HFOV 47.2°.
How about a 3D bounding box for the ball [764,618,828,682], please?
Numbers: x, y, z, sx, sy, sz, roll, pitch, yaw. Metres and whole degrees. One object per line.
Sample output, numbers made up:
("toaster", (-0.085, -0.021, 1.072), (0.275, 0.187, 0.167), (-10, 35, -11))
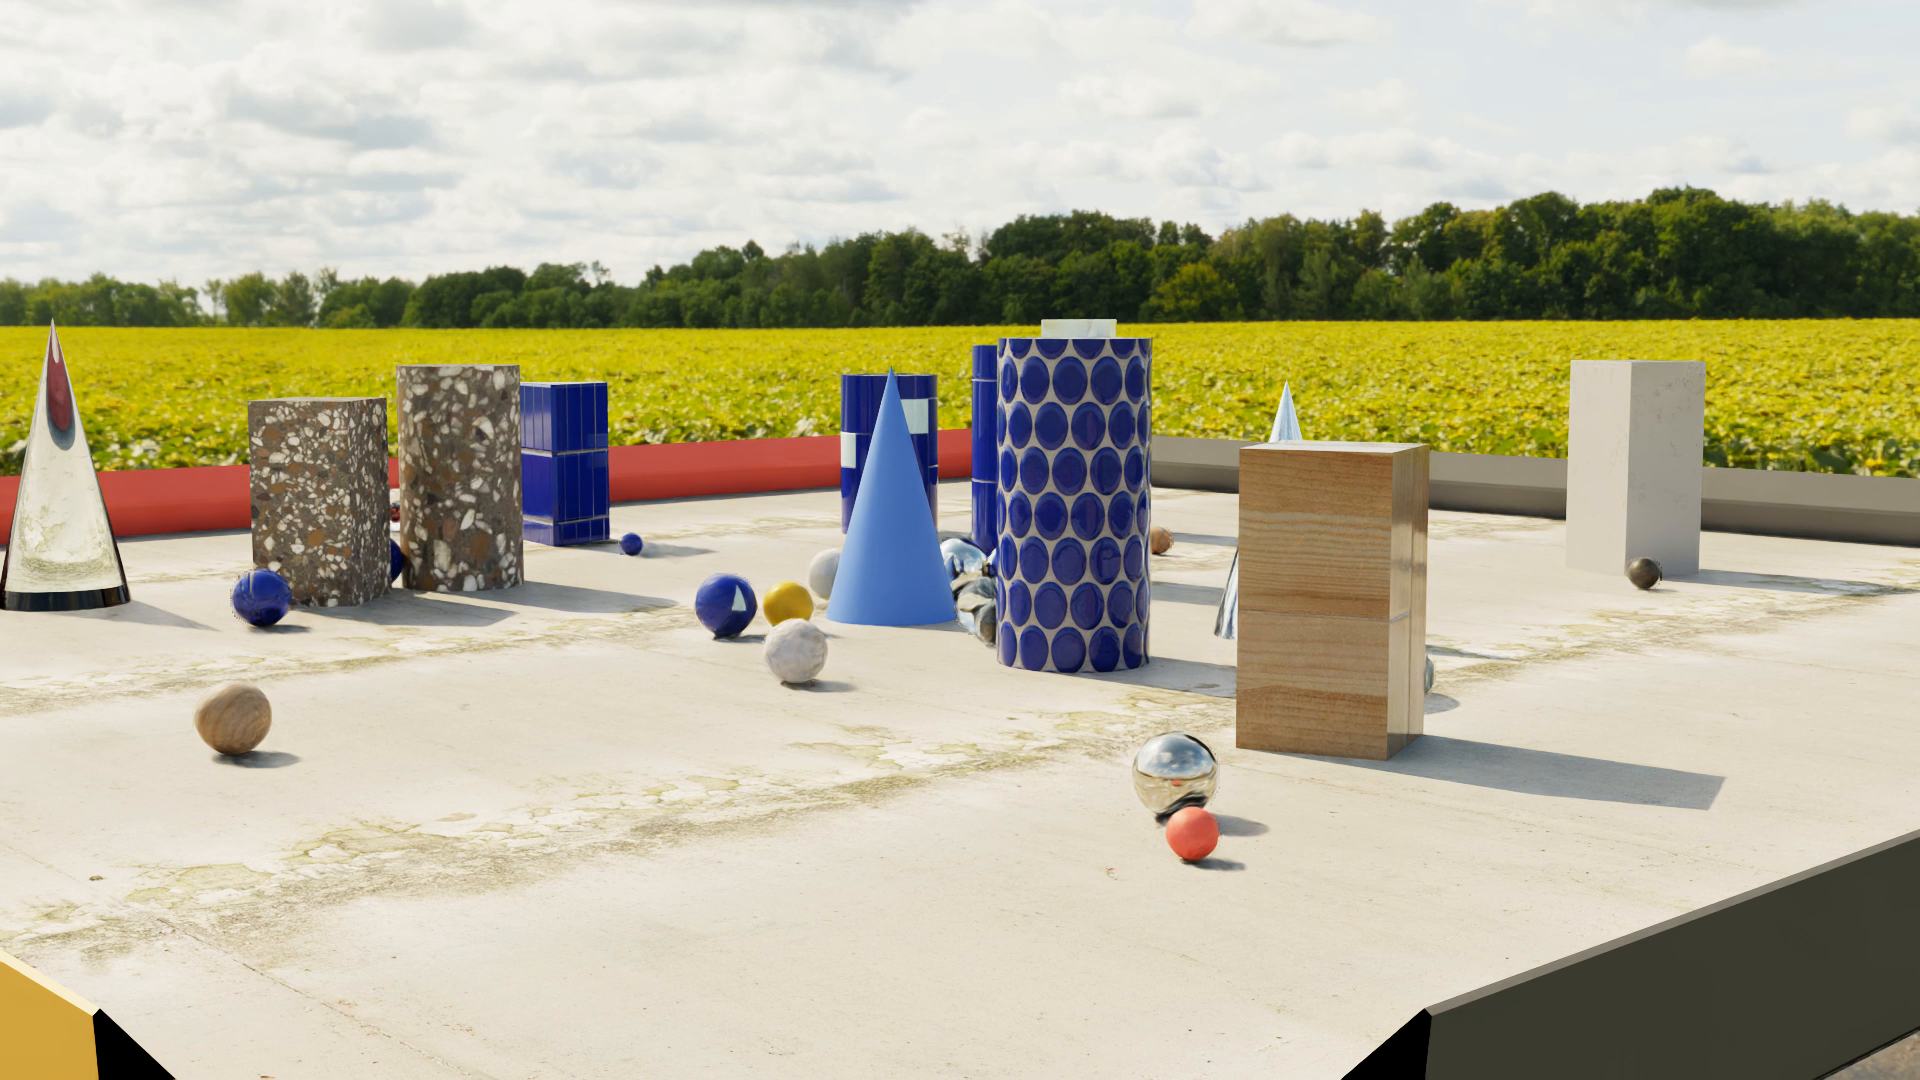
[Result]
("ball", (-0.196, 0.132, 2.632), (0.077, 0.077, 0.077), (0, 6, 0))

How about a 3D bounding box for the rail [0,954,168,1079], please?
("rail", (-1.361, 0.164, 2.083), (0.045, 0.126, 3.728), (-5, 8, -42))

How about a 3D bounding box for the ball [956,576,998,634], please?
("ball", (0.036, 0.090, 3.005), (0.082, 0.082, 0.082), (0, 6, 0))

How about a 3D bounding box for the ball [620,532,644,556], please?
("ball", (-0.595, 0.008, 3.986), (0.042, 0.042, 0.042), (0, 6, 0))

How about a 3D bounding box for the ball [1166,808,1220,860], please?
("ball", (0.189, 0.238, 1.784), (0.043, 0.043, 0.043), (0, 6, 0))

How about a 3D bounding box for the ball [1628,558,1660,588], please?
("ball", (1.094, 0.054, 3.515), (0.049, 0.049, 0.049), (0, 6, 0))

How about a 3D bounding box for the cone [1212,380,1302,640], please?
("cone", (0.445, -0.045, 3.012), (0.195, 0.350, 0.195), (0, 6, 0))

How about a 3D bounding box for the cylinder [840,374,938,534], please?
("cylinder", (-0.141, -0.173, 4.399), (0.195, 0.315, 0.195), (0, 6, 0))

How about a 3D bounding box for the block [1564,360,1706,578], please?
("block", (1.149, -0.126, 3.748), (0.156, 0.358, 0.156), (-3, 6, -23))

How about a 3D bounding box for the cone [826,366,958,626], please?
("cone", (-0.099, -0.070, 3.182), (0.195, 0.365, 0.195), (0, 6, 0))

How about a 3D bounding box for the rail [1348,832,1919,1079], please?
("rail", (1.248, 0.174, 1.987), (3.751, 0.126, 0.045), (-5, 8, -42))

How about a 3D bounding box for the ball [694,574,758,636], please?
("ball", (-0.320, 0.089, 3.004), (0.086, 0.086, 0.086), (0, 6, 0))

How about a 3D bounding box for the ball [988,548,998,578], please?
("ball", (0.080, 0.044, 3.473), (0.077, 0.077, 0.077), (0, 6, 0))

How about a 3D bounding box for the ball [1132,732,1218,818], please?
("ball", (0.188, 0.206, 1.931), (0.076, 0.076, 0.076), (0, 6, 0))

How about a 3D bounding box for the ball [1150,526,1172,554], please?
("ball", (0.359, 0.001, 4.003), (0.052, 0.052, 0.052), (0, 6, 0))

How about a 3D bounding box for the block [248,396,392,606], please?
("block", (-0.981, -0.062, 3.379), (0.156, 0.308, 0.156), (1, 6, 7))

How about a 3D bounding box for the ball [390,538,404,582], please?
("ball", (-0.935, 0.033, 3.508), (0.091, 0.091, 0.091), (0, 6, 0))

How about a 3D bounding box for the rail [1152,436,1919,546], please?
("rail", (1.361, -0.098, 4.581), (0.045, 0.126, 3.728), (-5, 8, -42))

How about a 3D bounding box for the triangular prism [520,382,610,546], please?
("triangular prism", (-0.745, -0.150, 4.234), (0.146, 0.305, 0.169), (-4, 7, -33))

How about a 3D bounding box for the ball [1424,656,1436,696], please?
("ball", (0.511, 0.153, 2.510), (0.061, 0.061, 0.061), (0, 6, 0))

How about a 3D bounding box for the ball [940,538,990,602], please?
("ball", (-0.003, 0.046, 3.360), (0.097, 0.097, 0.097), (0, 6, 0))

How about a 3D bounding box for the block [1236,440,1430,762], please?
("block", (0.384, 0.056, 2.262), (0.156, 0.306, 0.156), (3, 7, 25))

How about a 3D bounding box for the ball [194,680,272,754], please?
("ball", (-0.729, 0.178, 2.208), (0.074, 0.074, 0.074), (0, 6, 0))

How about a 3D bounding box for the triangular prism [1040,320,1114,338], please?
("triangular prism", (0.273, -0.232, 4.437), (0.169, 0.424, 0.146), (4, 7, 35))

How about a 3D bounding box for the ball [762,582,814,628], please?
("ball", (-0.238, 0.092, 3.041), (0.071, 0.071, 0.071), (0, 6, 0))

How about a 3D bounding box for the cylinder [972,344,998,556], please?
("cylinder", (0.116, -0.130, 3.649), (0.195, 0.386, 0.195), (0, 6, 0))

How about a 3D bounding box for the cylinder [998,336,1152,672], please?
("cylinder", (0.144, -0.050, 2.778), (0.195, 0.409, 0.195), (0, 6, 0))

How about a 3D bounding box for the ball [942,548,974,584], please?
("ball", (-0.005, 0.043, 3.588), (0.056, 0.056, 0.056), (0, 6, 0))

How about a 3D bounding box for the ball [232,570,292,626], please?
("ball", (-0.983, 0.082, 3.096), (0.081, 0.081, 0.081), (0, 6, 0))

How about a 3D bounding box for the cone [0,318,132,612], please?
("cone", (-1.362, -0.119, 3.324), (0.195, 0.433, 0.195), (0, 6, 0))

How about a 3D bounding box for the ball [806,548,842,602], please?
("ball", (-0.189, 0.052, 3.282), (0.078, 0.078, 0.078), (0, 6, 0))

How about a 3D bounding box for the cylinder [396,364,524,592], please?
("cylinder", (-0.809, -0.105, 3.561), (0.195, 0.355, 0.195), (0, 6, 0))

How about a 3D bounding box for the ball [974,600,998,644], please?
("ball", (0.049, 0.110, 2.931), (0.059, 0.059, 0.059), (0, 6, 0))

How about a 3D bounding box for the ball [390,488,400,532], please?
("ball", (-1.134, -0.061, 4.420), (0.088, 0.088, 0.088), (0, 6, 0))

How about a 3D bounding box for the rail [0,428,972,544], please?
("rail", (-1.248, -0.108, 4.677), (3.751, 0.126, 0.045), (-5, 8, -42))
